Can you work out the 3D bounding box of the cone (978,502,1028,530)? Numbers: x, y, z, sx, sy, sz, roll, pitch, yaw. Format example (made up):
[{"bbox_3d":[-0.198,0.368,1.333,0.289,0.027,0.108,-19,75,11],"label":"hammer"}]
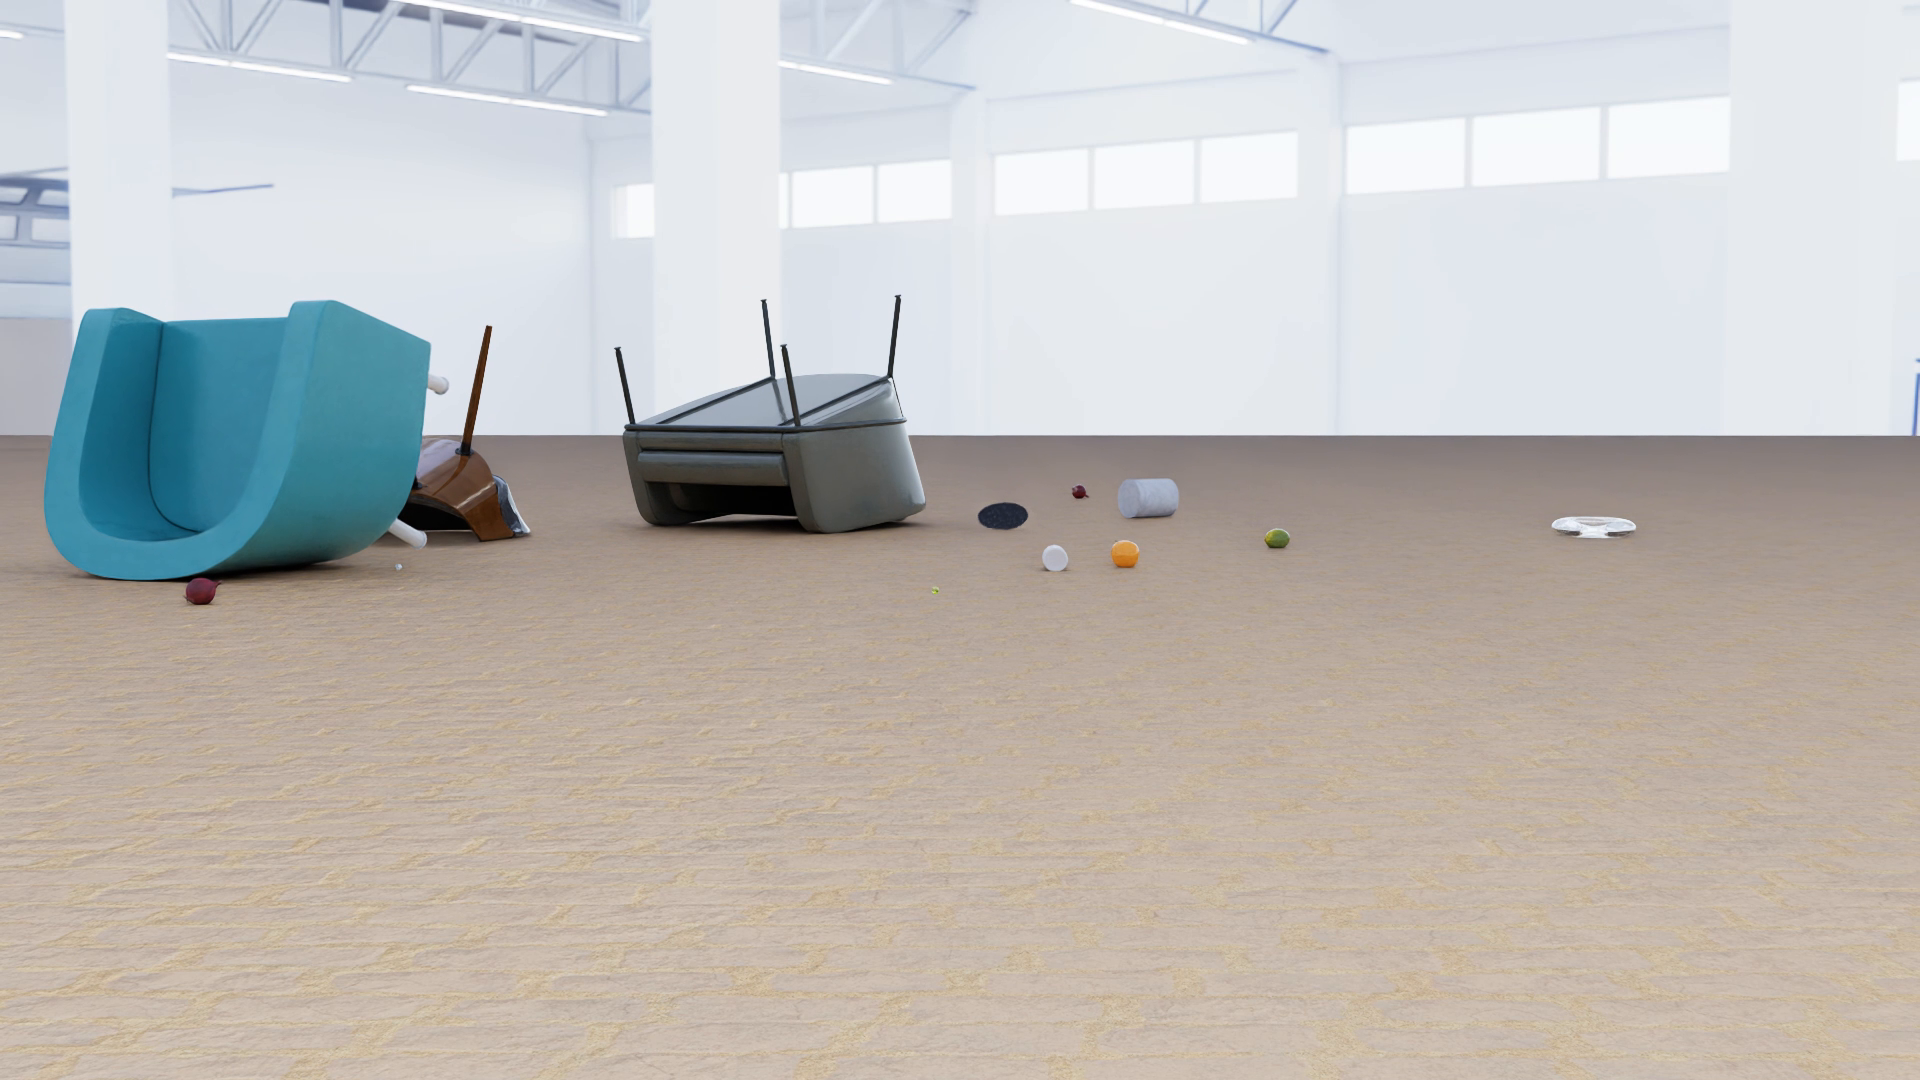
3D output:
[{"bbox_3d":[0.143,-0.058,7.078,0.162,0.094,0.095,-3,-23,7],"label":"cone"}]

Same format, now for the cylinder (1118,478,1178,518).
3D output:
[{"bbox_3d":[0.658,-0.147,7.692,0.166,0.136,0.136,-3,38,-33],"label":"cylinder"}]

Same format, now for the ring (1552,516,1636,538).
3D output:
[{"bbox_3d":[1.942,-0.039,6.740,0.250,0.051,0.256,3,6,32],"label":"ring"}]
